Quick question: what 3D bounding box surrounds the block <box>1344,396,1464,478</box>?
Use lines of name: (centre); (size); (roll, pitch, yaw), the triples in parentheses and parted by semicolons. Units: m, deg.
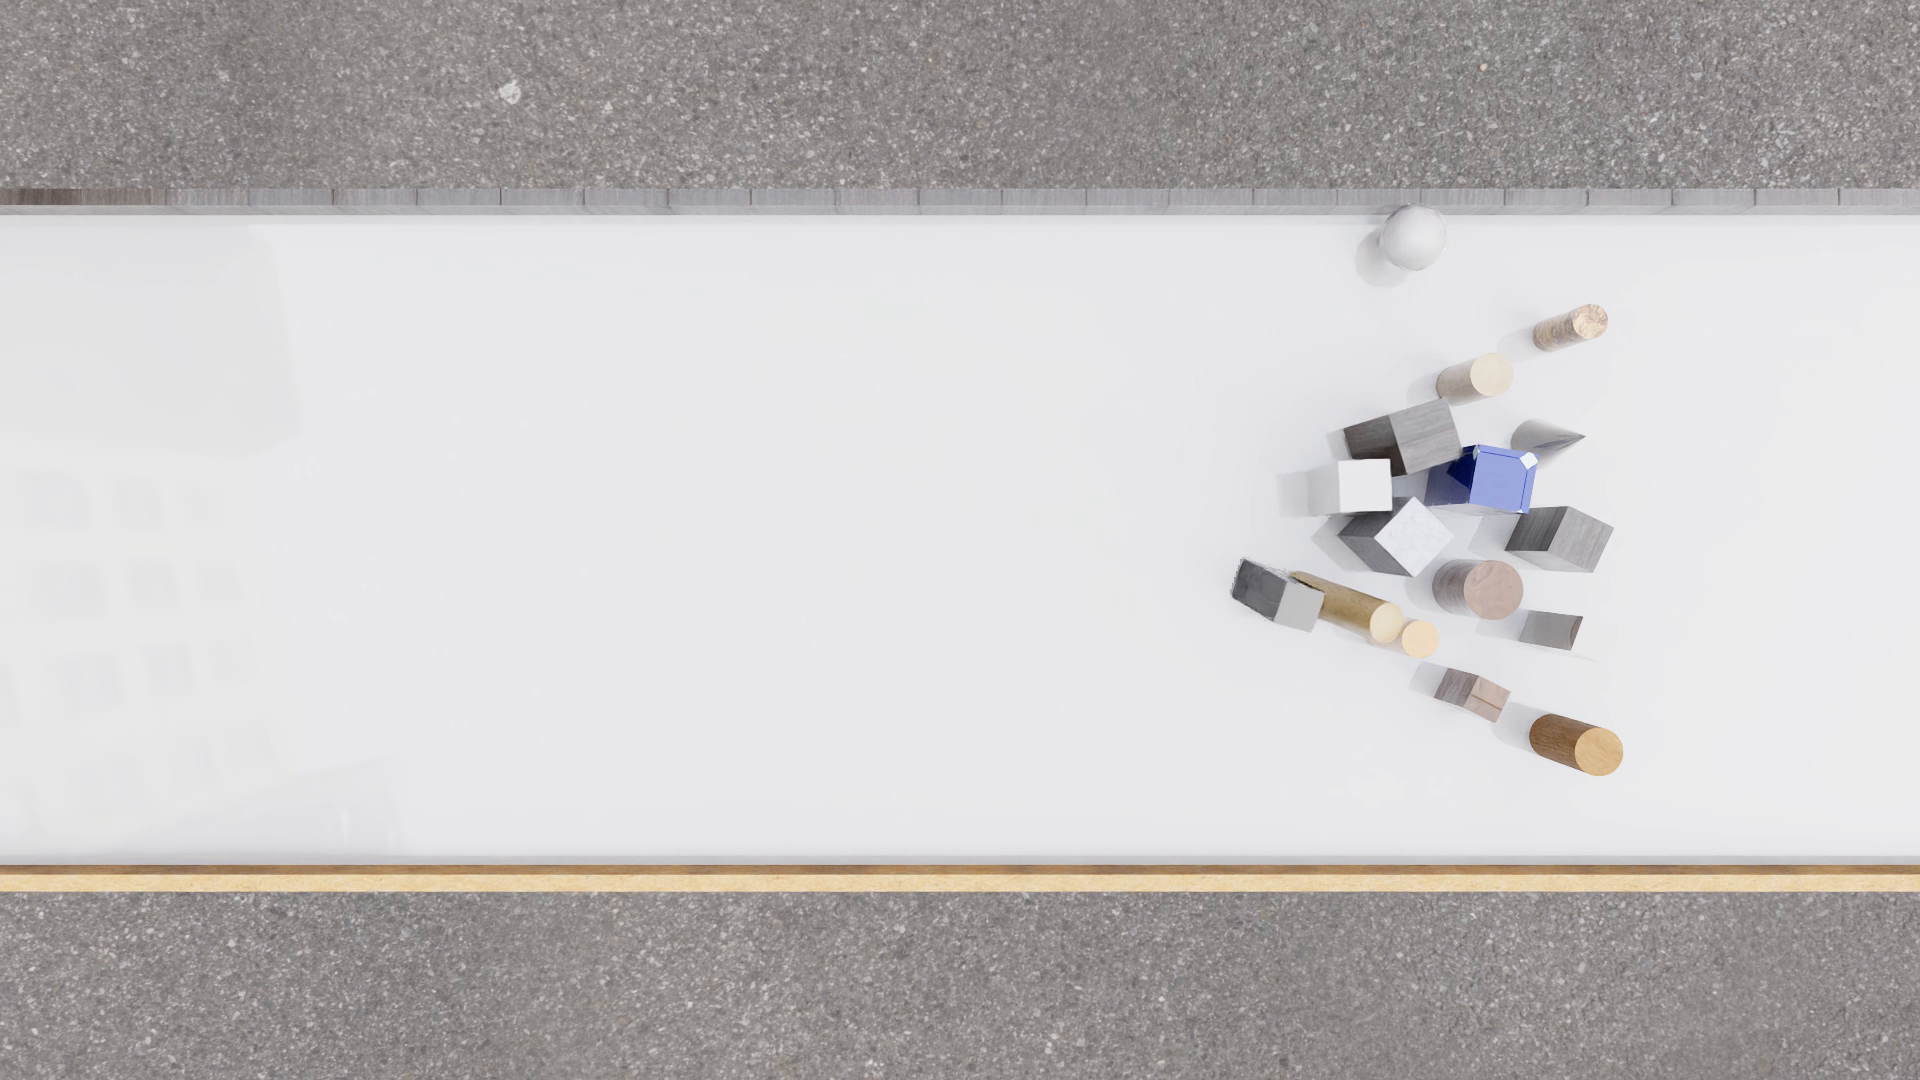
block: (1.305, -0.290, 4.874); (0.178, 0.387, 0.178); (-18, 90, -6)

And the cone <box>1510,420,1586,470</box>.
cone: (1.773, -0.294, 4.871); (0.156, 0.410, 0.156); (0, 90, 0)

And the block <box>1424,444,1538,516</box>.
block: (1.523, -0.171, 4.847); (0.169, 0.459, 0.169); (10, 90, 0)

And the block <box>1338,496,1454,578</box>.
block: (1.277, -0.012, 4.862); (0.162, 0.425, 0.162); (44, 90, -1)

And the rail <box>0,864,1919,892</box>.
rail: (-2.247, 1.025, 5.001); (12.000, 0.150, 0.050); (0, 90, 0)

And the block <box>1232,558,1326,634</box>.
block: (0.939, 0.163, 4.886); (0.124, 0.349, 0.124); (16, 97, -13)

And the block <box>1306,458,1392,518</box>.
block: (1.139, -0.149, 4.847); (0.144, 0.455, 0.144); (-2, 89, 1)

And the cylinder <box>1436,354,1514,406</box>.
cylinder: (1.528, -0.474, 4.906); (0.125, 0.341, 0.125); (0, 90, 0)

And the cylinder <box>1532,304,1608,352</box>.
cylinder: (1.813, -0.629, 4.909); (0.102, 0.335, 0.102); (0, 90, 0)

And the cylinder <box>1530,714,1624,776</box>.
cylinder: (1.821, 0.604, 4.888); (0.139, 0.377, 0.139); (0, 90, 0)

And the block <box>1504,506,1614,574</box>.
block: (1.771, -0.001, 4.890); (0.144, 0.373, 0.144); (25, 90, 0)

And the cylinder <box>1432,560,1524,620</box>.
cylinder: (1.540, 0.145, 4.918); (0.173, 0.317, 0.173); (0, 90, 0)

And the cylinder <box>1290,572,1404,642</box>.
cylinder: (1.118, 0.193, 4.850); (0.117, 0.446, 0.117); (-5, 102, -22)

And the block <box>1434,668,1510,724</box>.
block: (1.526, 0.462, 4.926); (0.104, 0.301, 0.104); (27, 90, 0)

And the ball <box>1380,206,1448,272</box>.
ball: (1.351, -0.897, 4.910); (0.194, 0.194, 0.194); (0, 90, 0)

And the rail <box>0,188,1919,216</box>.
rail: (-2.247, -1.025, 5.002); (12.000, 0.150, 0.050); (0, 90, 0)

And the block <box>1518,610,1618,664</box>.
block: (1.786, 0.282, 4.858); (0.104, 0.436, 0.104); (20, 90, 0)

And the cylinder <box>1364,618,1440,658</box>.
cylinder: (1.295, 0.279, 4.864); (0.107, 0.423, 0.107); (0, 90, -1)
